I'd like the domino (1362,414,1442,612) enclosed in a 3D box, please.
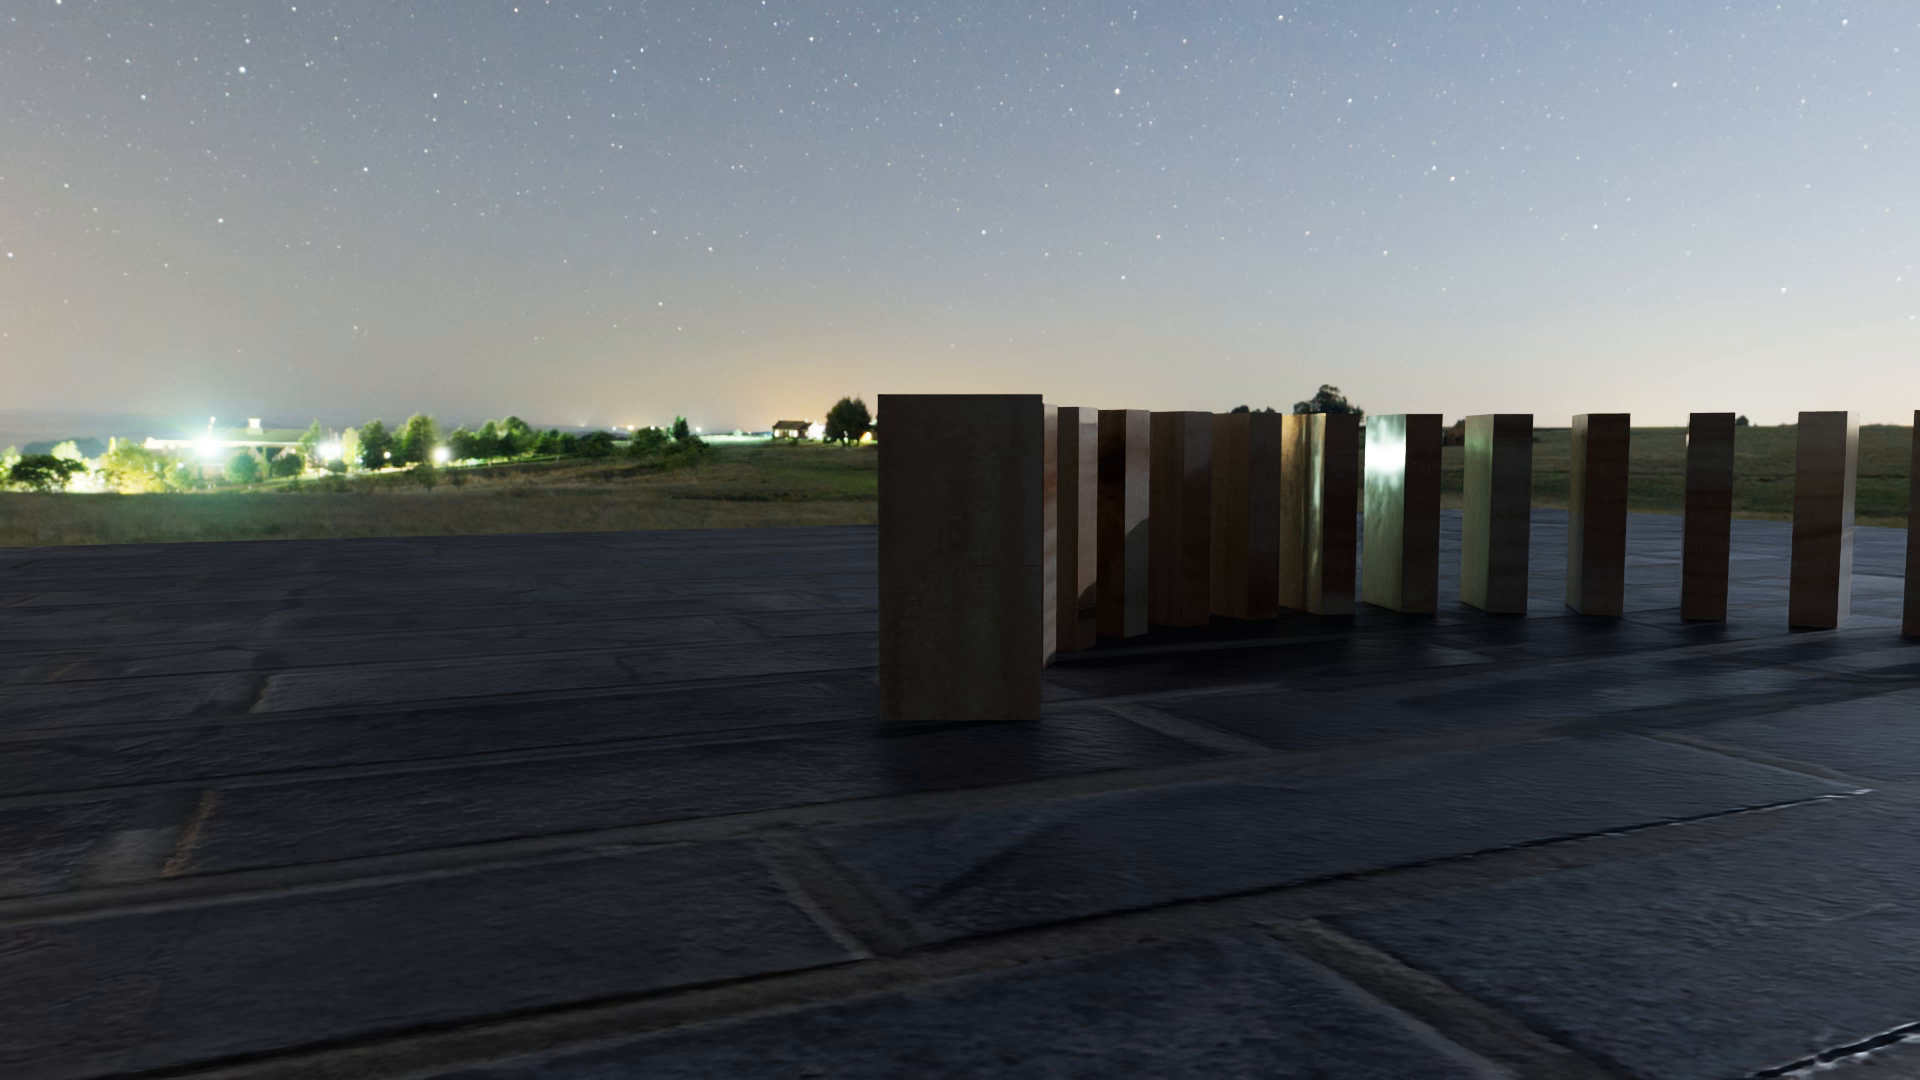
[{"bbox_3d":[0.115,-0.008,0.335,0.010,0.050,0.025,0,4,-5],"label":"domino"}]

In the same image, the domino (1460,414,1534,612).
[{"bbox_3d":[0.140,-0.008,0.335,0.010,0.050,0.025,0,4,6],"label":"domino"}]

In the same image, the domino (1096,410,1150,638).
[{"bbox_3d":[0.030,-0.004,0.291,0.025,0.050,0.010,4,6,41],"label":"domino"}]

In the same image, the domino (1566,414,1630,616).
[{"bbox_3d":[0.164,-0.007,0.330,0.009,0.050,0.025,1,4,17],"label":"domino"}]

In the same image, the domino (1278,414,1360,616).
[{"bbox_3d":[0.091,-0.007,0.330,0.010,0.050,0.025,-1,4,-16],"label":"domino"}]

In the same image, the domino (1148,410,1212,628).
[{"bbox_3d":[0.047,-0.006,0.308,0.010,0.050,0.025,-3,5,-38],"label":"domino"}]

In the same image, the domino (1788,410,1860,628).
[{"bbox_3d":[0.207,-0.005,0.307,0.010,0.050,0.025,4,6,40],"label":"domino"}]

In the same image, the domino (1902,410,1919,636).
[{"bbox_3d":[0.223,-0.004,0.288,0.025,0.050,0.009,-3,5,-38],"label":"domino"}]

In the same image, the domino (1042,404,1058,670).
[{"bbox_3d":[0.005,-0.001,0.249,0.025,0.050,0.009,1,5,19],"label":"domino"}]

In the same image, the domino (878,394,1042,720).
[{"bbox_3d":[0.000,0.002,0.201,0.025,0.050,0.010,0,4,0],"label":"domino"}]

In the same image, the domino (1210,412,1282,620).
[{"bbox_3d":[0.068,-0.007,0.322,0.010,0.050,0.025,-2,5,-27],"label":"domino"}]

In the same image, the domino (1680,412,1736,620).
[{"bbox_3d":[0.186,-0.006,0.320,0.010,0.050,0.025,2,5,28],"label":"domino"}]

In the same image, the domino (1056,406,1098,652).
[{"bbox_3d":[0.016,-0.003,0.271,0.025,0.050,0.009,2,5,29],"label":"domino"}]
